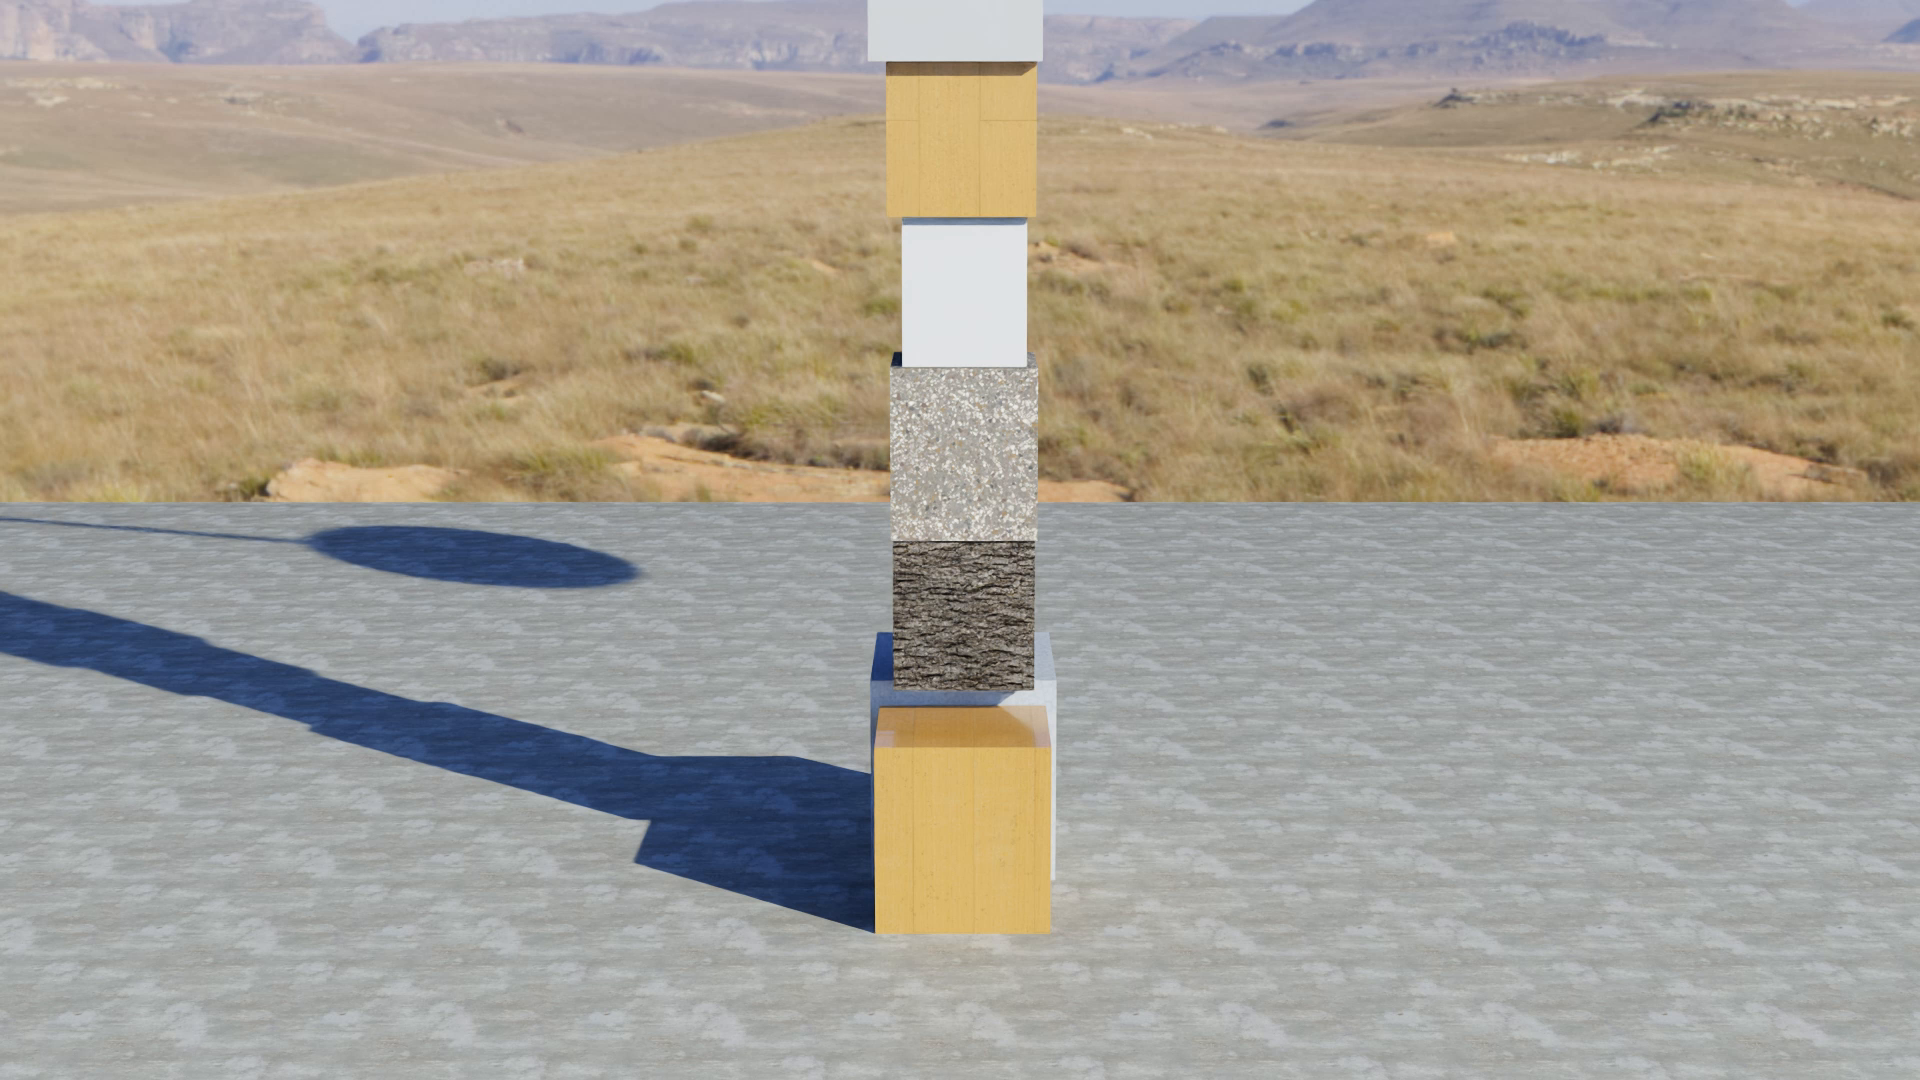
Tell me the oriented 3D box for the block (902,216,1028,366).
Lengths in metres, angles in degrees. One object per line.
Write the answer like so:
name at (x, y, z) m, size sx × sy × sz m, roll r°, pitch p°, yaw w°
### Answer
block at (0.019, -1.084, 10.983) m, size 0.523 × 0.628 × 0.512 m, roll 0°, pitch 10°, yaw 0°

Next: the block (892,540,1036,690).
block at (0.017, 0.267, 11.229) m, size 0.602 × 0.653 × 0.631 m, roll 0°, pitch 10°, yaw 0°

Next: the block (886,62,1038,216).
block at (0.006, -1.704, 10.870) m, size 0.619 × 0.634 × 0.607 m, roll 0°, pitch 10°, yaw 0°

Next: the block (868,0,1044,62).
block at (-0.019, -2.414, 10.741) m, size 0.713 × 0.808 × 0.753 m, roll 0°, pitch 10°, yaw 0°

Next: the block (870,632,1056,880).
block at (0.015, 0.968, 11.722) m, size 0.810 × 0.902 × 0.984 m, roll 0°, pitch 10°, yaw 0°

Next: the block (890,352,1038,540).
block at (0.017, -0.415, 11.105) m, size 0.619 × 0.732 × 0.658 m, roll 0°, pitch 10°, yaw 0°

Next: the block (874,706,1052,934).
block at (0.012, 1.174, 10.889) m, size 0.723 × 0.794 × 0.710 m, roll 0°, pitch 10°, yaw 0°
